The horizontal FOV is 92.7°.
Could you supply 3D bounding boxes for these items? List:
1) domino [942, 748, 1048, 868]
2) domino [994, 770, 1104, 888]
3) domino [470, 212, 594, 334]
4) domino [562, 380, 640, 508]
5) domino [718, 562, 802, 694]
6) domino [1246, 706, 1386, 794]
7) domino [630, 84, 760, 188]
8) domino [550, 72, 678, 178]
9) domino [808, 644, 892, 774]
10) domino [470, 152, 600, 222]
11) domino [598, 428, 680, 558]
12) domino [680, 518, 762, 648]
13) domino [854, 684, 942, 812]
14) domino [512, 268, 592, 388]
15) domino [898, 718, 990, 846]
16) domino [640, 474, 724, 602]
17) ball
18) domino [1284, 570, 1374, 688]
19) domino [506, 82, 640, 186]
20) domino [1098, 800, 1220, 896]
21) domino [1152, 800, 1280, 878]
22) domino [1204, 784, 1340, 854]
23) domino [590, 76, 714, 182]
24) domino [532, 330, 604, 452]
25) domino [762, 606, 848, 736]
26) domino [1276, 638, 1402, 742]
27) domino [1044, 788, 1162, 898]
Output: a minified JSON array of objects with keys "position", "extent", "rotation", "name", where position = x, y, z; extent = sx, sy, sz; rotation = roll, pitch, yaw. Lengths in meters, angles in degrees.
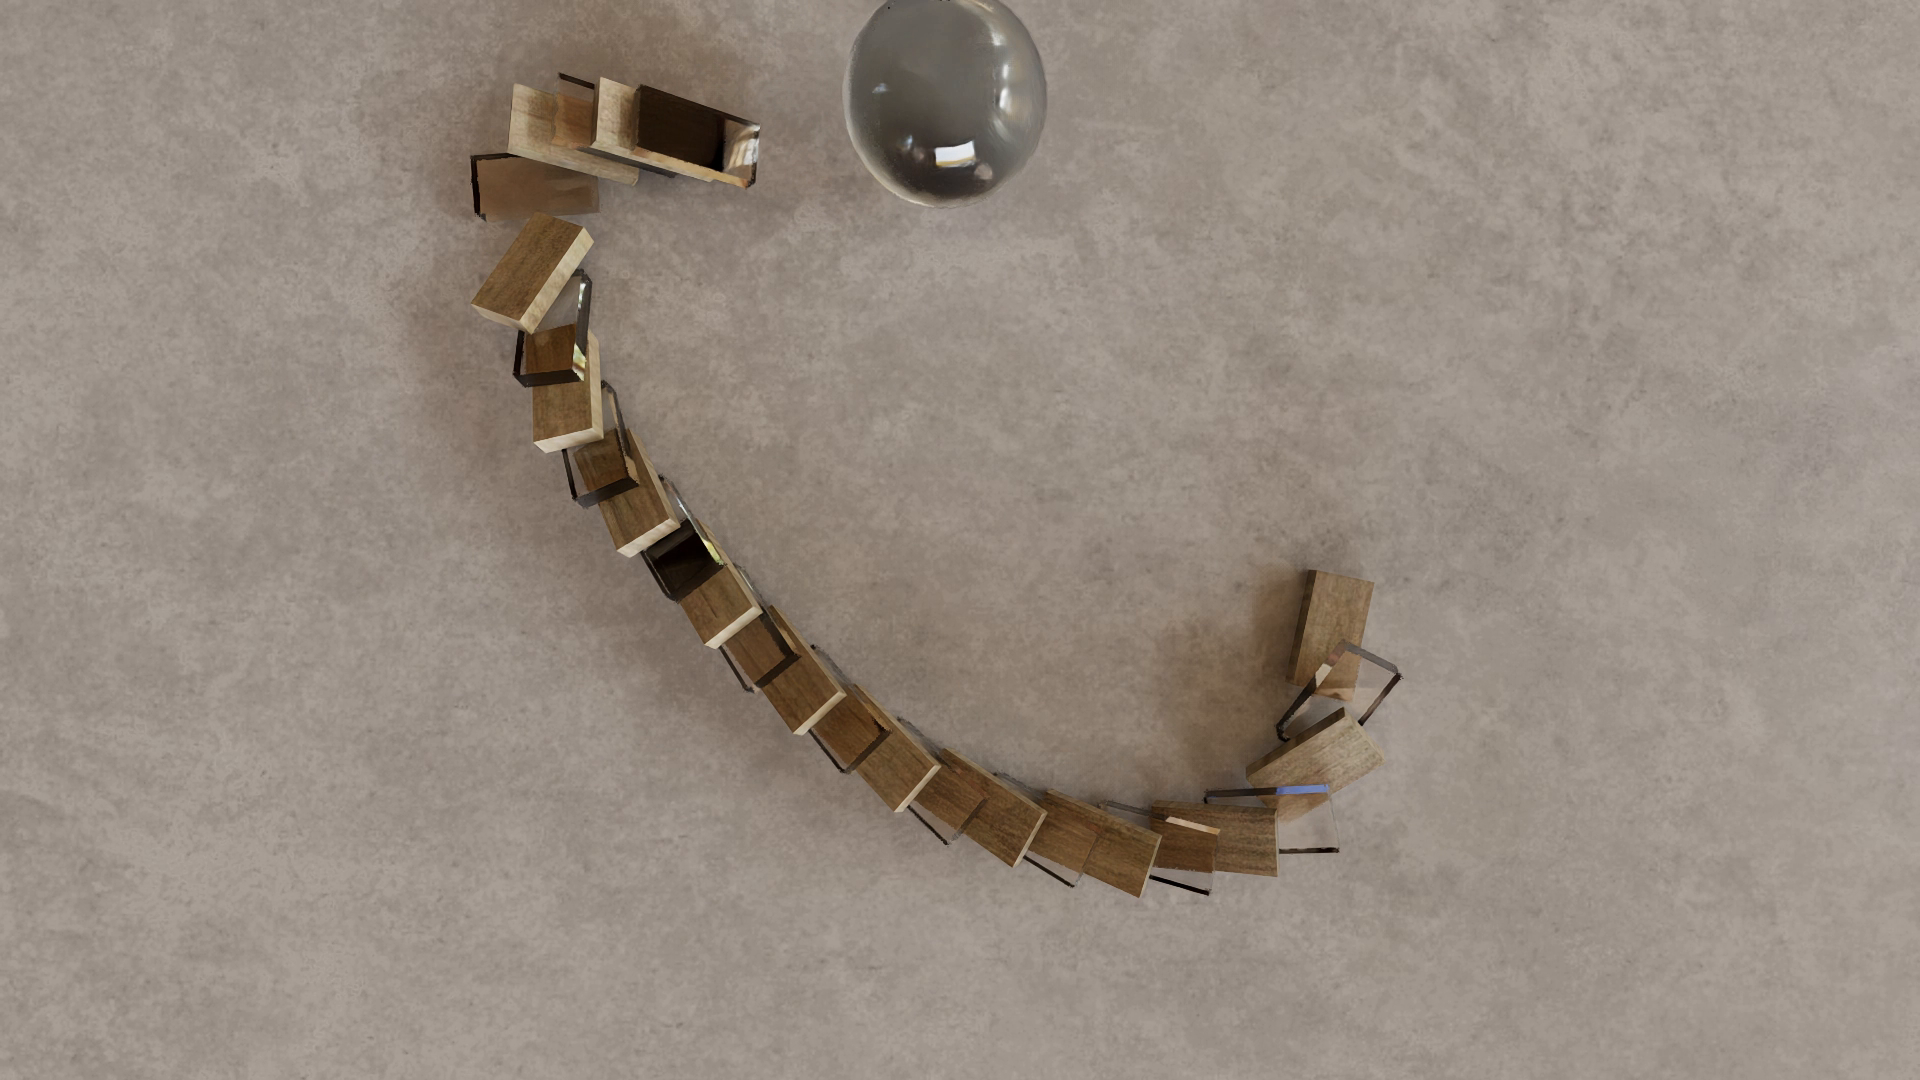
[{"position":[0.009,0.112,0.386],"extent":[0.050,0.010,0.025],"rotation":[29,90,24],"name":"domino"},{"position":[0.032,0.121,0.386],"extent":[0.050,0.010,0.025],"rotation":[25,90,24],"name":"domino"},{"position":[-0.179,-0.113,0.385],"extent":[0.025,0.010,0.050],"rotation":[21,72,13],"name":"domino"},{"position":[-0.154,-0.041,0.386],"extent":[0.025,0.009,0.050],"rotation":[-23,67,1],"name":"domino"},{"position":[-0.091,0.037,0.386],"extent":[0.025,0.009,0.050],"rotation":[-39,67,0],"name":"domino"},{"position":[0.149,0.095,0.385],"extent":[0.050,0.010,0.025],"rotation":[-42,90,24],"name":"domino"},{"position":[-0.110,-0.167,0.382],"extent":[0.050,0.010,0.025],"rotation":[4,90,-36],"name":"domino"},{"position":[-0.142,-0.172,0.382],"extent":[0.050,0.010,0.025],"rotation":[4,90,-36],"name":"domino"},{"position":[-0.054,0.071,0.386],"extent":[0.025,0.010,0.050],"rotation":[-45,67,0],"name":"domino"},{"position":[-0.183,-0.153,0.395],"extent":[0.050,0.009,0.025],"rotation":[-5,90,0],"name":"domino"},{"position":[-0.139,-0.020,0.386],"extent":[0.025,0.010,0.050],"rotation":[-31,66,0],"name":"domino"},{"position":[-0.107,0.018,0.386],"extent":[0.025,0.009,0.050],"rotation":[-38,67,0],"name":"domino"},{"position":[-0.034,0.087,0.386],"extent":[0.050,0.009,0.025],"rotation":[41,90,24],"name":"domino"},{"position":[-0.171,-0.090,0.386],"extent":[0.025,0.009,0.050],"rotation":[-6,68,3],"name":"domino"},{"position":[-0.014,0.101,0.386],"extent":[0.050,0.010,0.025],"rotation":[38,90,24],"name":"domino"},{"position":[-0.123,-0.001,0.386],"extent":[0.025,0.009,0.050],"rotation":[-38,67,0],"name":"domino"},{"position":[-0.006,-0.173,0.360],"extent":[0.080,0.080,0.080],"rotation":[0,90,0],"name":"ball"},{"position":[0.159,0.040,0.395],"extent":[0.025,0.010,0.050],"rotation":[12,90,0],"name":"domino"},{"position":[-0.160,-0.169,0.383],"extent":[0.050,0.009,0.025],"rotation":[5,89,-30],"name":"domino"},{"position":[0.082,0.129,0.385],"extent":[0.050,0.010,0.025],"rotation":[9,90,24],"name":"domino"},{"position":[0.107,0.125,0.385],"extent":[0.050,0.009,0.025],"rotation":[-3,90,25],"name":"domino"},{"position":[0.131,0.118,0.385],"extent":[0.050,0.010,0.025],"rotation":[-11,90,25],"name":"domino"},{"position":[-0.126,-0.170,0.382],"extent":[0.050,0.009,0.025],"rotation":[4,90,-36],"name":"domino"},{"position":[-0.165,-0.063,0.386],"extent":[0.025,0.009,0.050],"rotation":[-13,67,2],"name":"domino"},{"position":[-0.073,0.054,0.386],"extent":[0.025,0.009,0.050],"rotation":[-42,67,0],"name":"domino"},{"position":[0.158,0.068,0.385],"extent":[0.025,0.009,0.050],"rotation":[27,115,0],"name":"domino"},{"position":[0.056,0.127,0.385],"extent":[0.050,0.009,0.025],"rotation":[18,90,24],"name":"domino"}]
